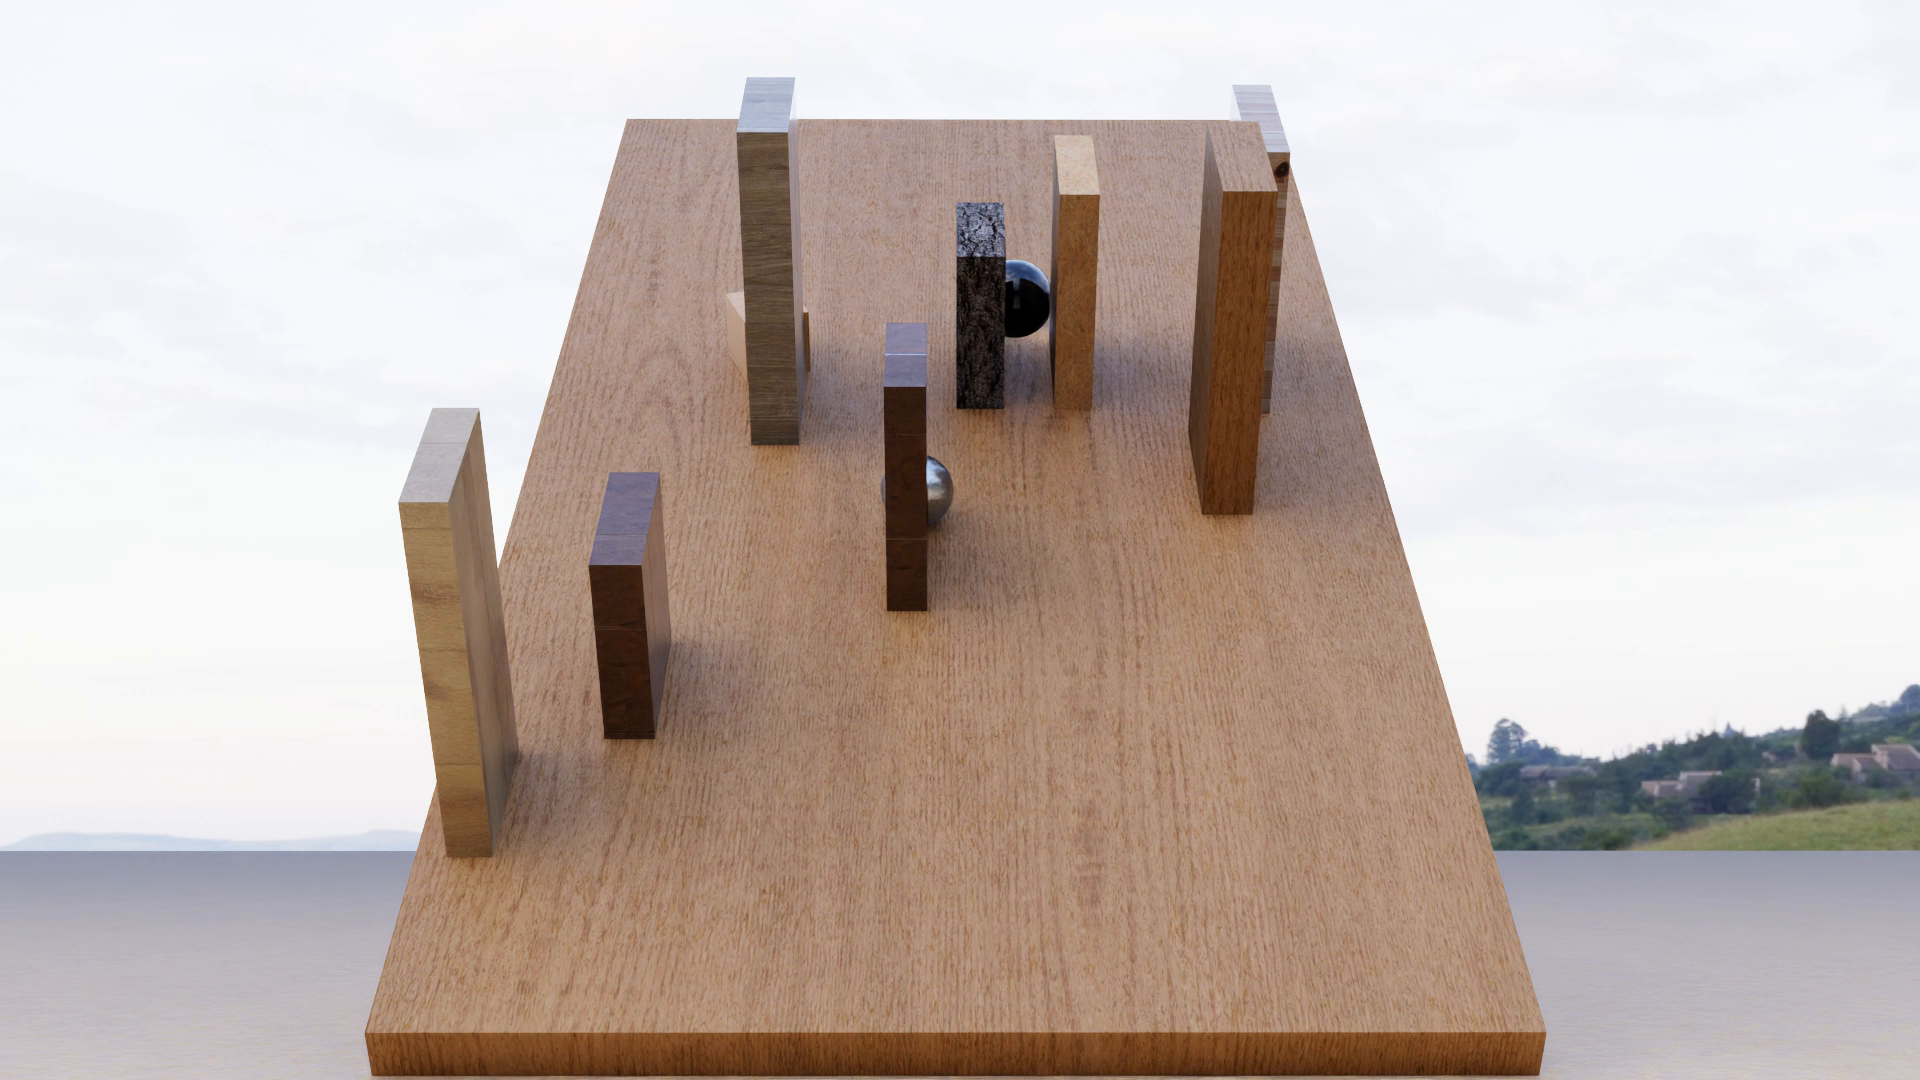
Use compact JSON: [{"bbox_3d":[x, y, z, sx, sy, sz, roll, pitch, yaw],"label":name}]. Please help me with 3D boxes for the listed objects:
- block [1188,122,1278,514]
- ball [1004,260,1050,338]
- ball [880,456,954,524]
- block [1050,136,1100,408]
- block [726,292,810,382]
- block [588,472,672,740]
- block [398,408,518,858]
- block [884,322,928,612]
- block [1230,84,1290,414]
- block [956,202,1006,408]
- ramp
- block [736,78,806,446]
[{"bbox_3d":[0.608,-0.495,5.510,0.115,0.797,0.378,0,32,0],"label":"block"},{"bbox_3d":[0.141,-0.617,6.262,0.200,0.200,0.200,0,-7,0],"label":"ball"},{"bbox_3d":[-0.096,-0.112,5.489,0.164,0.164,0.164,0,-7,0],"label":"ball"},{"bbox_3d":[0.276,-0.654,5.976,0.093,0.568,0.349,0,32,0],"label":"block"},{"bbox_3d":[-0.481,-0.520,6.135,0.165,0.165,0.165,-11,34,-18],"label":"block"},{"bbox_3d":[-0.652,0.129,4.873,0.100,0.409,0.344,0,32,0],"label":"block"},{"bbox_3d":[-0.906,0.174,4.460,0.084,0.768,0.328,0,32,0],"label":"block"},{"bbox_3d":[-0.113,-0.154,5.198,0.086,0.544,0.283,0,32,0],"label":"block"},{"bbox_3d":[0.707,-0.708,5.955,0.094,0.683,0.414,0,32,0],"label":"block"},{"bbox_3d":[0.049,-0.575,5.997,0.115,0.409,0.306,0,32,0],"label":"block"},{"bbox_3d":[-0.015,-0.189,5.860,2.000,0.100,4.000,0,32,0],"label":"ramp"},{"bbox_3d":[-0.439,-0.650,5.749,0.114,0.796,0.327,0,32,0],"label":"block"}]
